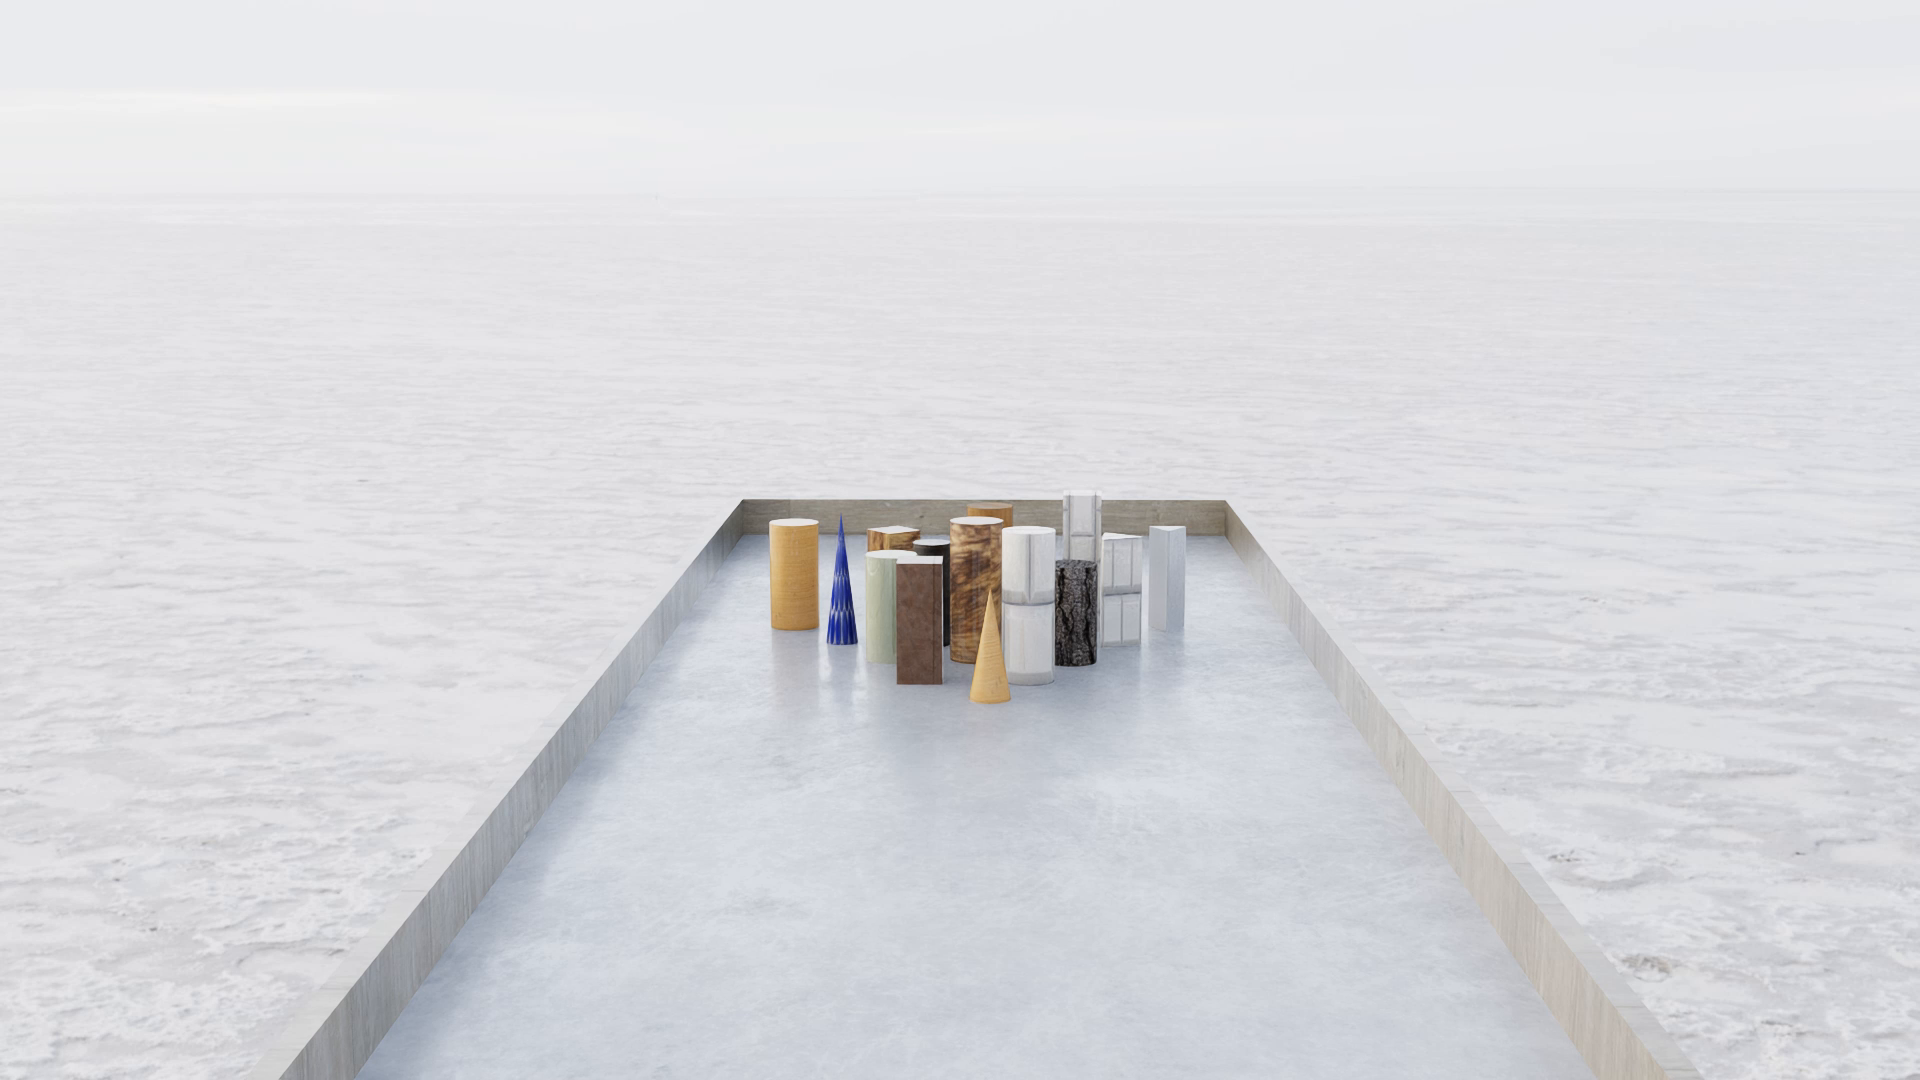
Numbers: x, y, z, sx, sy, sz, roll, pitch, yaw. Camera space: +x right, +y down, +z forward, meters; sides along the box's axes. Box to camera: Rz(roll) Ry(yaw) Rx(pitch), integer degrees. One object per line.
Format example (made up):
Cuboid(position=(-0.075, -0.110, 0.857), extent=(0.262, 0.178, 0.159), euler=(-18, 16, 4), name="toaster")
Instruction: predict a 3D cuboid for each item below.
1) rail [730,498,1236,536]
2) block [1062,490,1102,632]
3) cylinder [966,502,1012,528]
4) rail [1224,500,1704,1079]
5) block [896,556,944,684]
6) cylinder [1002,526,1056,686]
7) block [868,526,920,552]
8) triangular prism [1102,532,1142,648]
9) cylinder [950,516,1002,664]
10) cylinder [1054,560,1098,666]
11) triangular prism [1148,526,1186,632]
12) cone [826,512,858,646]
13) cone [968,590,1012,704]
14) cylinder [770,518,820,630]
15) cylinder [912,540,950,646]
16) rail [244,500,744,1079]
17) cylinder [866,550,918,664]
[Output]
Cuboid(position=(0.099, -0.098, 9.147), extent=(2.100, 0.150, 0.050), euler=(0, 9, 1), name="rail")
Cuboid(position=(0.397, 0.067, 7.161), extent=(0.123, 0.446, 0.123), euler=(1, 9, 4), name="block")
Cuboid(position=(0.097, 0.087, 7.178), extent=(0.150, 0.402, 0.150), euler=(0, 9, 0), name="cylinder")
Cuboid(position=(1.046, 0.843, 3.208), extent=(0.050, 0.150, 12.000), euler=(0, 9, 1), name="rail")
Cuboid(position=(-0.116, 0.233, 6.405), extent=(0.131, 0.355, 0.131), euler=(0, 9, 1), name="block")
Cuboid(position=(0.199, 0.191, 6.389), extent=(0.155, 0.444, 0.155), euler=(0, 9, 0), name="cylinder")
Cuboid(position=(-0.217, 0.123, 7.223), extent=(0.125, 0.317, 0.125), euler=(-7, 11, -37), name="block")
Cuboid(position=(0.485, 0.154, 6.942), extent=(0.140, 0.342, 0.121), euler=(-4, 10, -22), name="triangular prism")
Cuboid(position=(0.050, 0.152, 6.688), extent=(0.160, 0.427, 0.160), euler=(0, 9, 0), name="cylinder")
Cuboid(position=(0.337, 0.220, 6.661), extent=(0.156, 0.300, 0.156), euler=(0, 9, 0), name="cylinder")
Cuboid(position=(0.662, 0.122, 7.178), extent=(0.101, 0.331, 0.116), euler=(6, 11, 33), name="triangular prism")
Cuboid(position=(-0.374, 0.116, 6.938), extent=(0.102, 0.418, 0.102), euler=(0, 9, 0), name="cone")
Cuboid(position=(0.084, 0.289, 6.162), extent=(0.119, 0.320, 0.119), euler=(0, 9, 0), name="cone")
Cuboid(position=(-0.541, 0.112, 7.199), extent=(0.161, 0.345, 0.161), euler=(0, 9, 0), name="cylinder")
Cuboid(position=(-0.088, 0.167, 6.919), extent=(0.120, 0.324, 0.120), euler=(0, 9, 0), name="cylinder")
Cuboid(position=(-1.004, 0.839, 3.234), extent=(0.050, 0.150, 12.000), euler=(0, 9, 1), name="rail")
Cuboid(position=(-0.209, 0.203, 6.697), extent=(0.157, 0.323, 0.157), euler=(0, 9, 0), name="cylinder")
